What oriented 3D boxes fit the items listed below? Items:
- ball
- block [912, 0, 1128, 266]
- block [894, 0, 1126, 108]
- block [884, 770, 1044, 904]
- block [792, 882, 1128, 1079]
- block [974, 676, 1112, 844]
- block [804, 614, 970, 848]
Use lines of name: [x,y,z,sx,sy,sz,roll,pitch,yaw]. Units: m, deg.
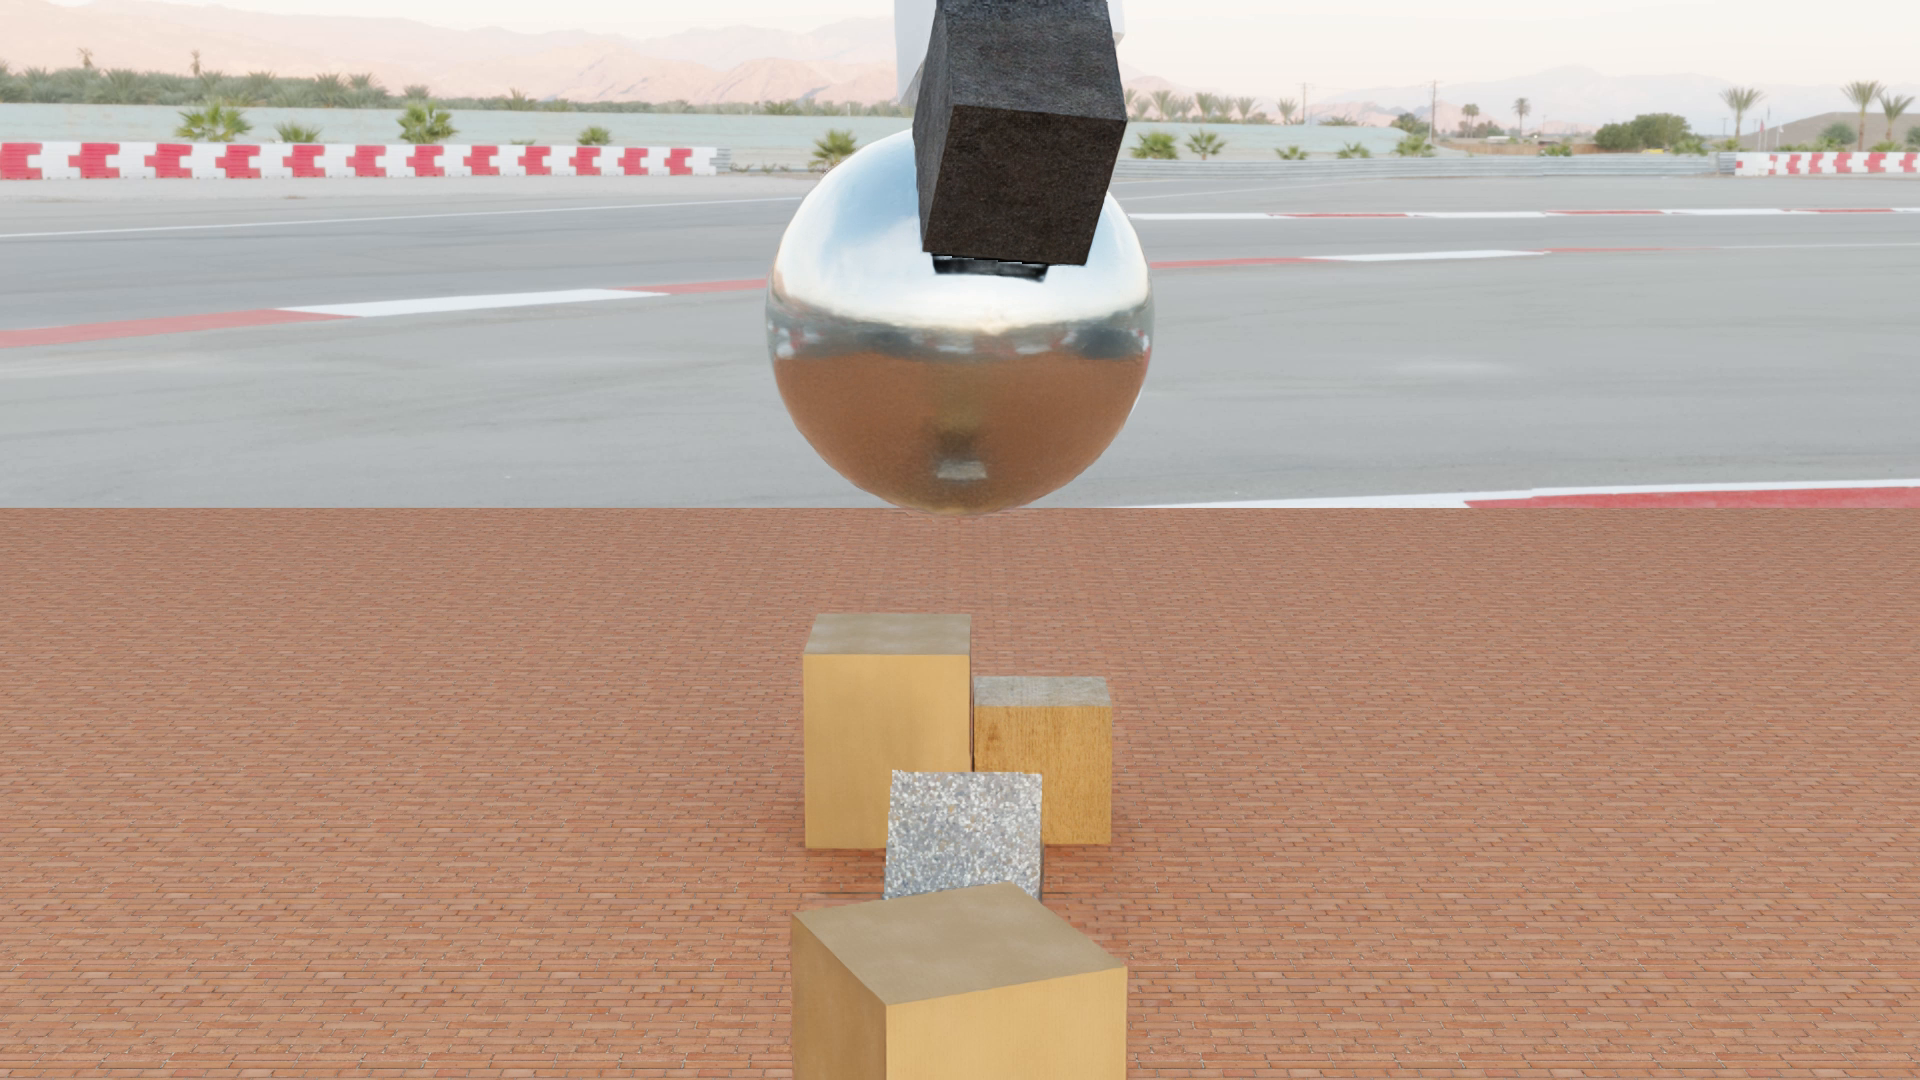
ball: [0.000,-0.896,8.997,1.600,1.600,1.600,0,10,0]
block: [0.199,-1.524,8.052,0.613,0.689,0.710,4,50,-10]
block: [0.177,-2.117,8.664,0.681,0.682,0.657,8,-30,-20]
block: [0.030,1.417,9.059,0.610,0.754,0.612,1,52,3]
block: [-0.021,1.763,7.470,0.839,0.858,0.908,-4,11,-23]
block: [0.416,1.128,11.366,0.692,0.713,0.626,0,10,0]
block: [-0.359,0.973,11.419,0.822,1.000,0.956,0,10,1]
